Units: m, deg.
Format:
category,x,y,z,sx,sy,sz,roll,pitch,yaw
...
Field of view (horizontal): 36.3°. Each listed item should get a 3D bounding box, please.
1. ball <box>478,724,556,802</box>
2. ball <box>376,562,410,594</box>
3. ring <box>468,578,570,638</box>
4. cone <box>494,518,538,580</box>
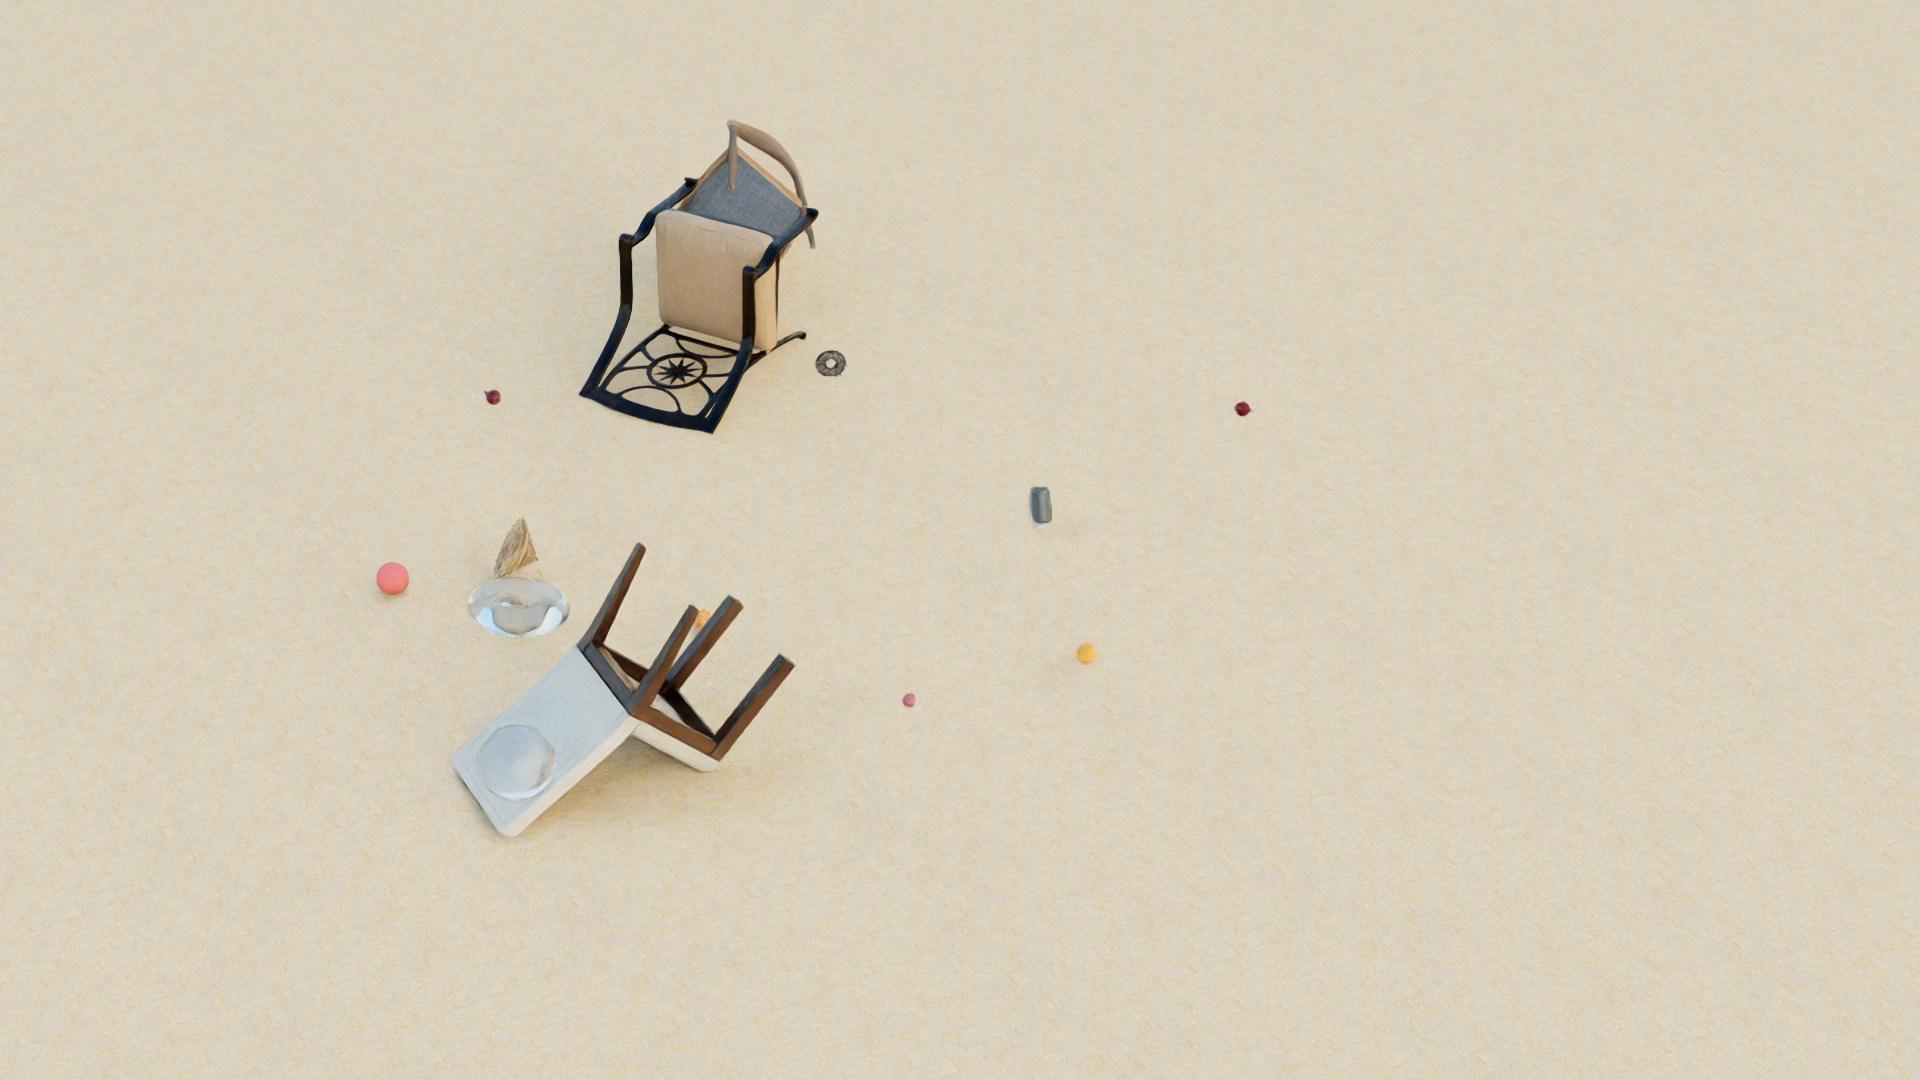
category,x,y,z,sx,sy,sz,roll,pitch,yaw
ball,-1.422,0.714,9.407,0.248,0.248,0.248,0,33,0
ball,-2.056,0.138,10.627,0.118,0.118,0.118,0,33,0
ring,-1.580,0.240,10.490,0.381,0.101,0.299,10,34,16
cone,-1.594,0.051,10.715,0.115,0.261,0.223,22,38,-23
